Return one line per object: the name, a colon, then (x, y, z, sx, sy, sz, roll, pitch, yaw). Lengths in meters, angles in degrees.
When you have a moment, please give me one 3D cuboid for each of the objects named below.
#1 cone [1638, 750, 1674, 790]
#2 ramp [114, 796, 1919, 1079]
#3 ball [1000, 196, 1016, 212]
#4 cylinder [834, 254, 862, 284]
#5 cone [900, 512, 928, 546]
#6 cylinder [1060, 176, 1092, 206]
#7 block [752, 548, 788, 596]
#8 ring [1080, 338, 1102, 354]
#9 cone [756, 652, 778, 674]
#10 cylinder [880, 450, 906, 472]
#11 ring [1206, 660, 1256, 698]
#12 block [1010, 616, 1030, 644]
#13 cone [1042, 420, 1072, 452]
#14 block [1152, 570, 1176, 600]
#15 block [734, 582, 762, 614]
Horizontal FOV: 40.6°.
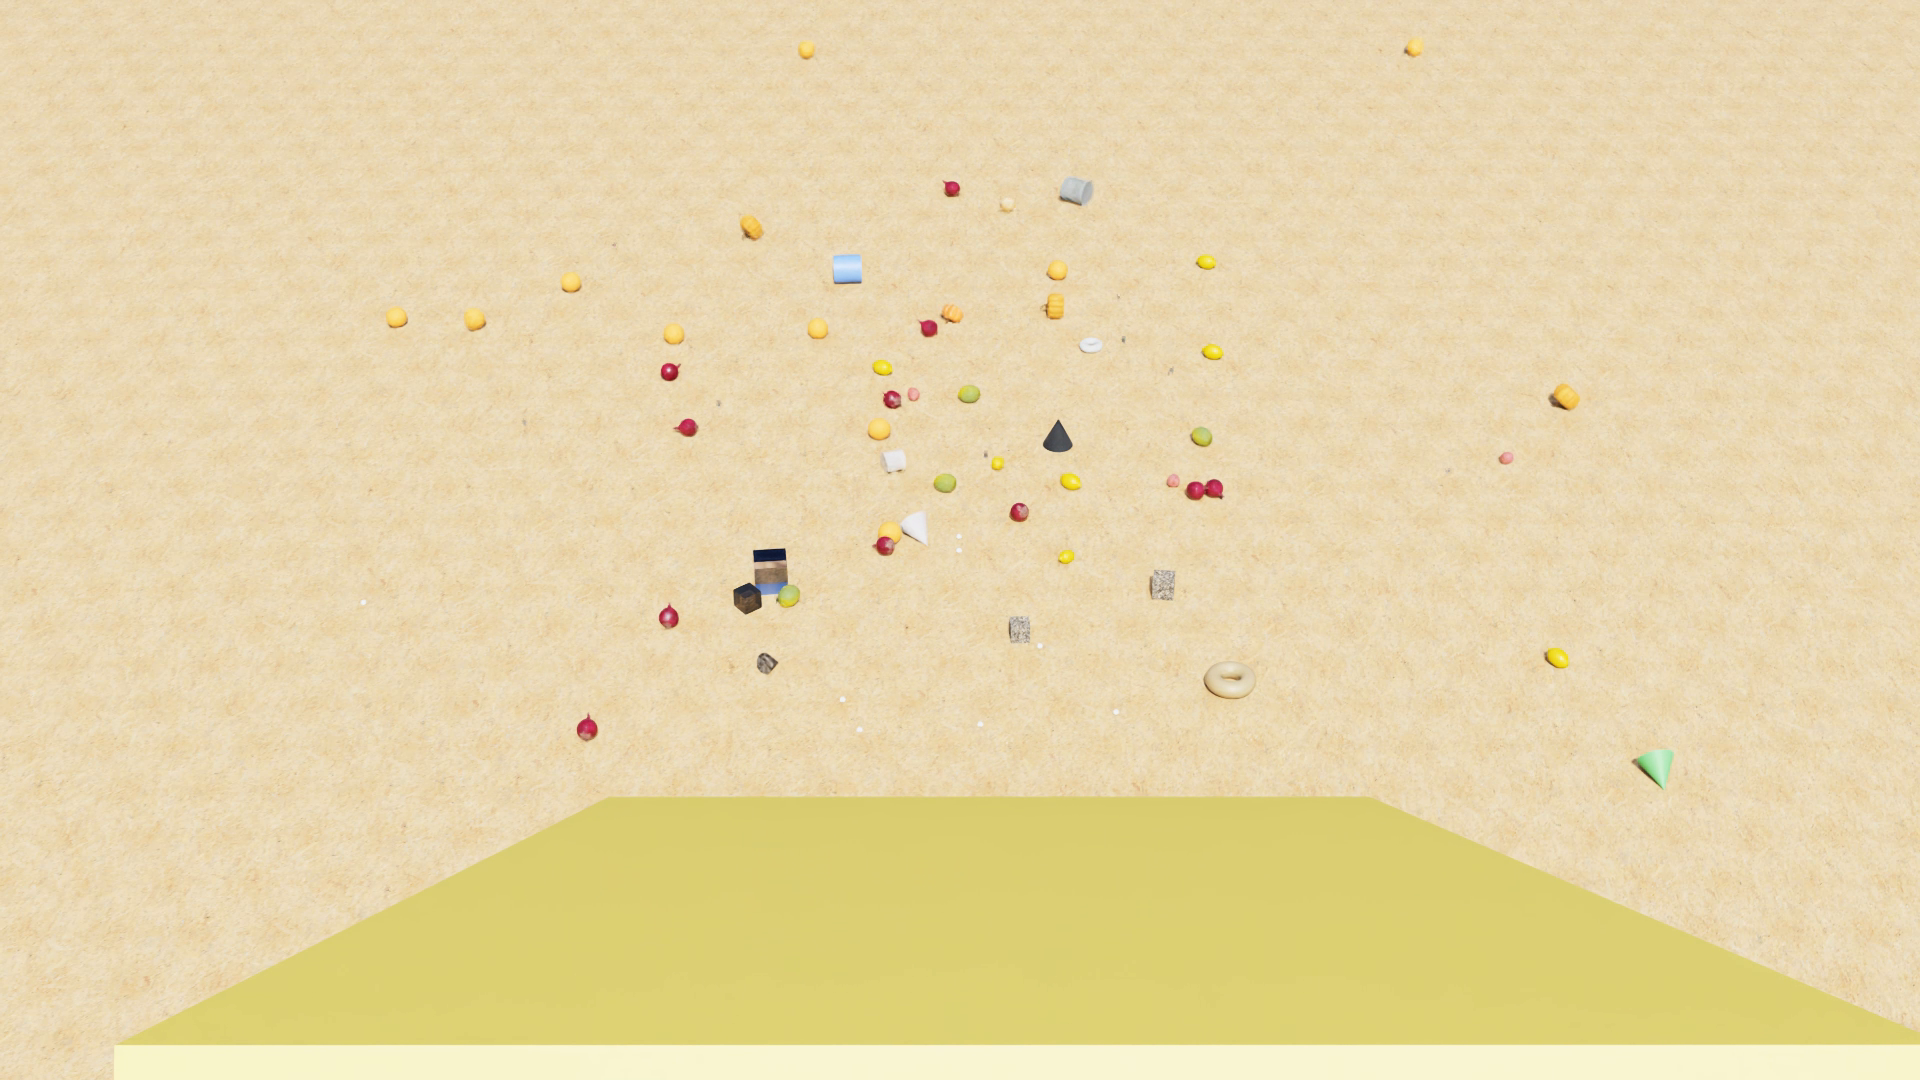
cone: (1.886, 0.630, 6.997, 0.099, 0.099, 0.099, -4, 62, -6)
ramp: (0.077, 0.663, 4.831, 2.000, 0.100, 4.000, 0, -2, 0)
ball: (0.177, -1.251, 9.679, 0.058, 0.058, 0.058, 0, 35, 0)
cylinder: (-0.400, -0.964, 9.234, 0.099, 0.099, 0.099, -2, 35, -3)
cone: (-0.121, -0.019, 7.928, 0.097, 0.097, 0.097, -19, 66, -25)
cylinder: (0.437, -1.307, 9.732, 0.090, 0.090, 0.090, 19, 39, 25)
block: (-0.563, 0.095, 7.718, 0.098, 0.098, 0.098, -4, 35, -5)
ring: (0.448, -0.665, 8.867, 0.081, 0.027, 0.081, -1, 34, 1)
cone: (-0.537, 0.350, 7.413, 0.061, 0.061, 0.061, 27, 17, 33)
cylinder: (-0.211, -0.249, 8.241, 0.063, 0.063, 0.063, -12, 37, -17)
ring: (0.765, 0.394, 7.333, 0.145, 0.048, 0.145, 1, 34, -1)
block: (0.173, 0.260, 7.518, 0.056, 0.056, 0.056, -2, 35, -3)
cone: (0.316, -0.349, 8.353, 0.098, 0.098, 0.098, 0, 35, 0)
block: (0.603, 0.133, 7.692, 0.064, 0.064, 0.064, 4, 35, 6)
block: (-0.625, 0.172, 7.640, 0.059, 0.059, 0.059, -25, 42, -31)
